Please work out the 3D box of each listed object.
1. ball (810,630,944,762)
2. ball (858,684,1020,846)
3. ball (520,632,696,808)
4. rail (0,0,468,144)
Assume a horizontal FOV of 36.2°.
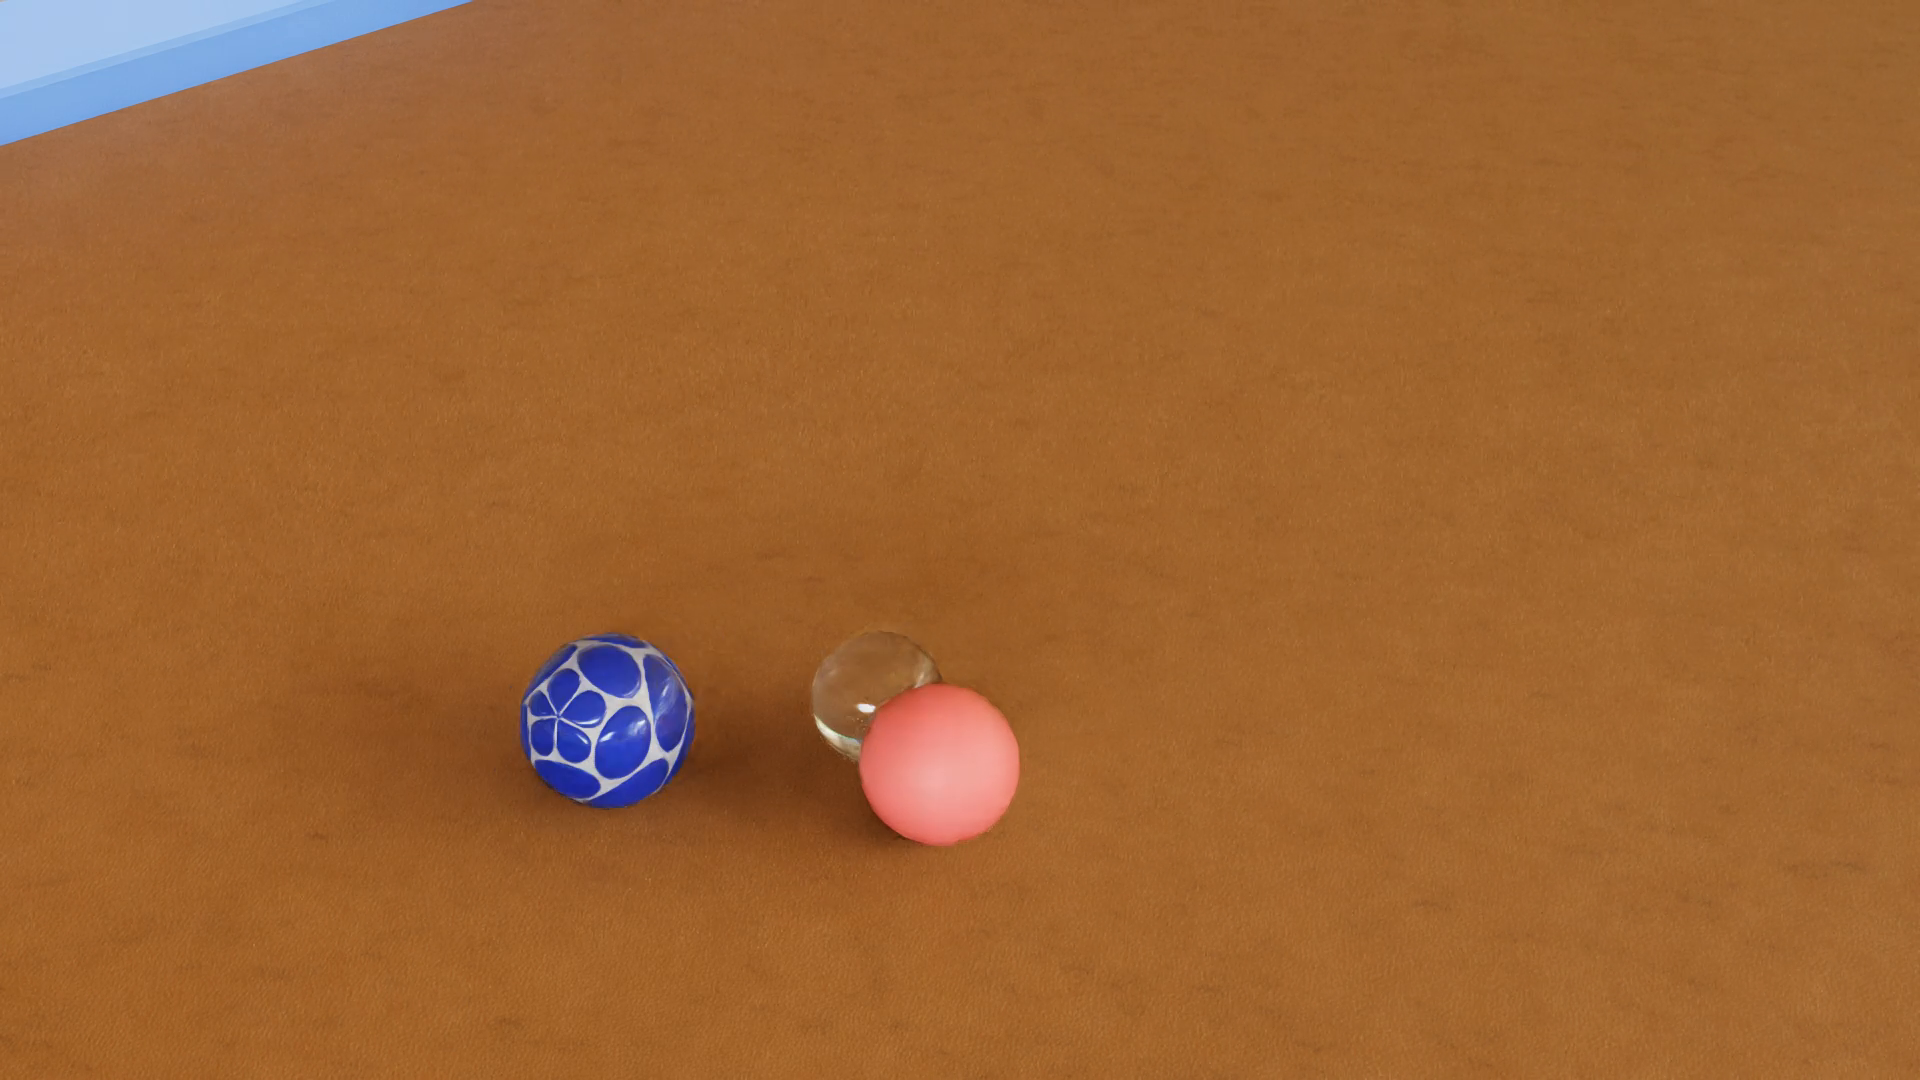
[{"bbox_3d":[-0.044,0.084,1.568,0.072,0.072,0.072,0,26,0],"label":"ball"},{"bbox_3d":[-0.010,0.114,1.497,0.082,0.082,0.082,0,26,0],"label":"ball"},{"bbox_3d":[-0.183,0.093,1.528,0.091,0.091,0.091,0,26,0],"label":"ball"},{"bbox_3d":[-0.263,-0.692,3.077,0.045,0.118,4.197,19,32,33],"label":"rail"}]
